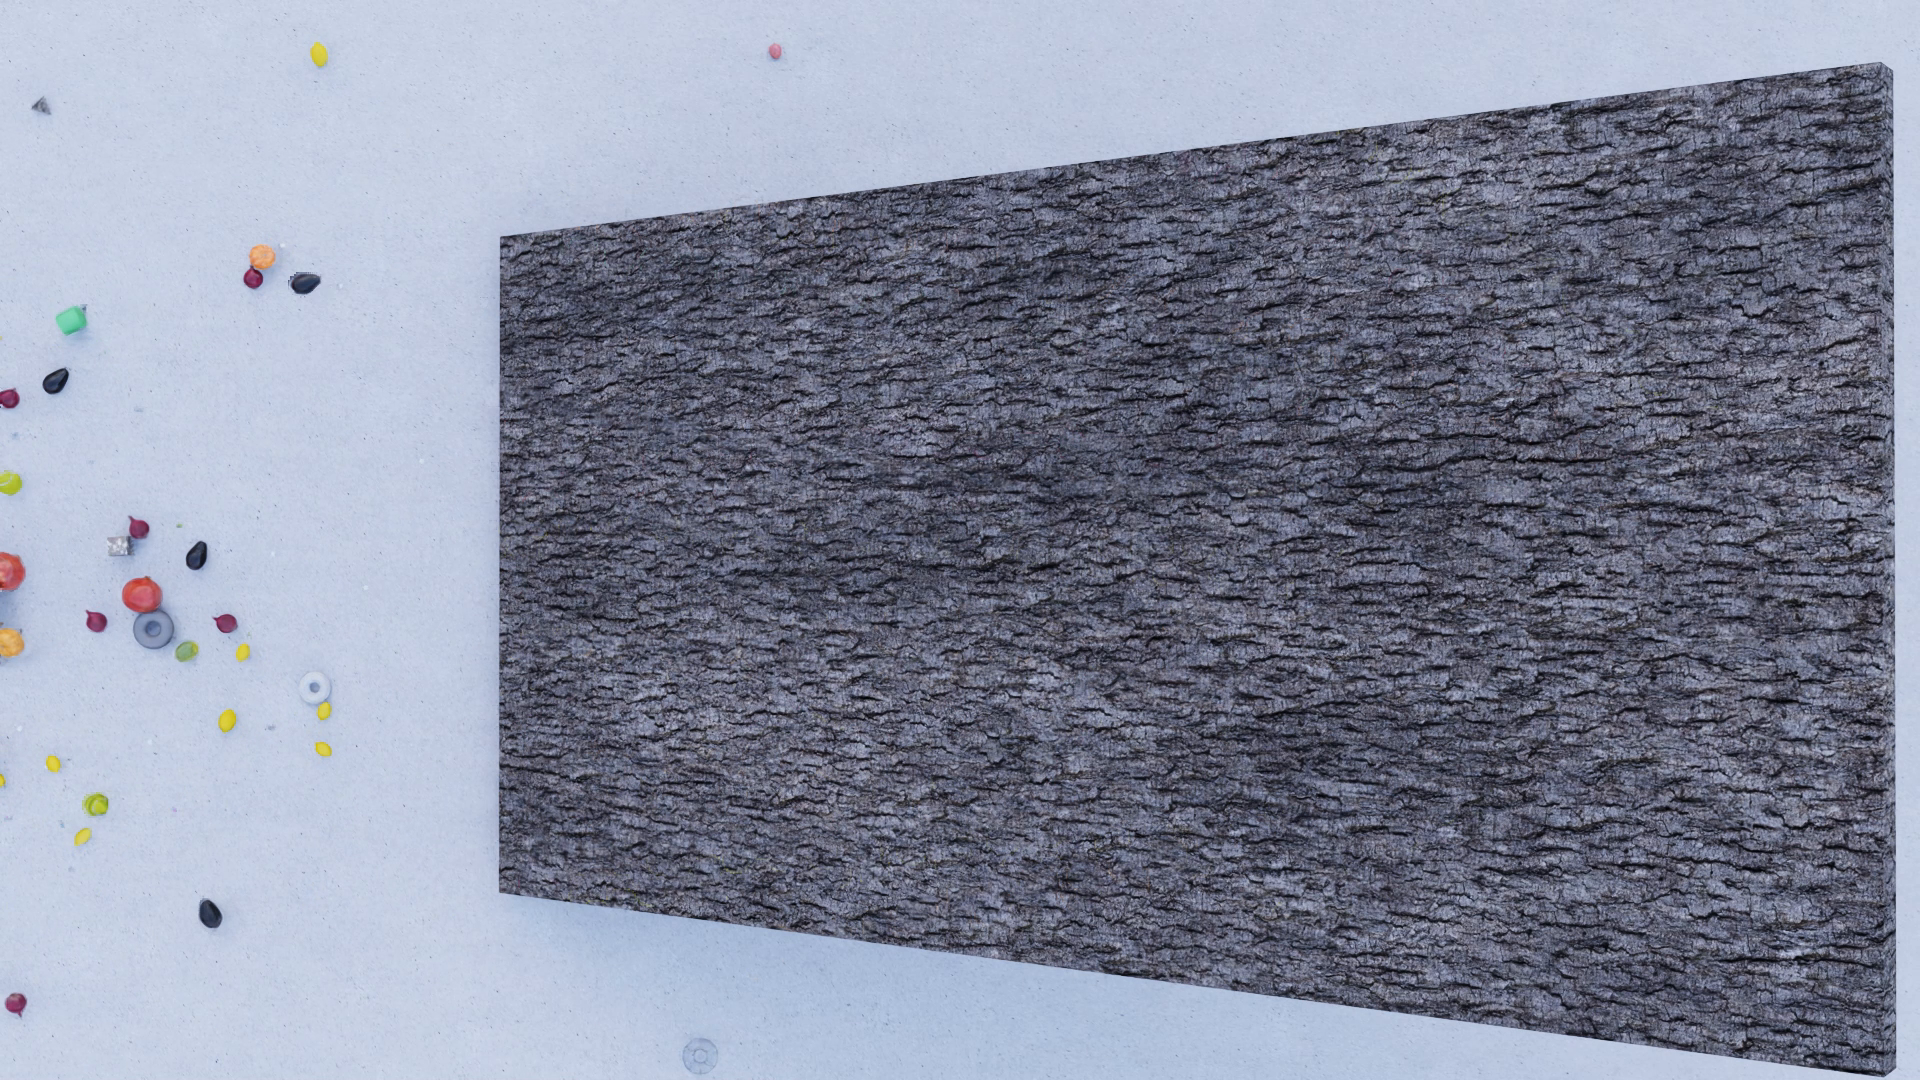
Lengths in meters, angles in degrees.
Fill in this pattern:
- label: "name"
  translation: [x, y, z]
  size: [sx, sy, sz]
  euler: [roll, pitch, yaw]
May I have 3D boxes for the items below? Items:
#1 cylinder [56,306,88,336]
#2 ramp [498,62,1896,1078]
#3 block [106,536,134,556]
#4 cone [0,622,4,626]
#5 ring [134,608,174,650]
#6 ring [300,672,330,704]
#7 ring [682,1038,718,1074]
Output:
- label: "cylinder"
  translation: [-2.729, -0.673, 6.755]
  size: [0.066, 0.066, 0.066]
  euler: [-29, 90, 0]
- label: "ramp"
  translation: [0.235, 0.066, 5.556]
  size: [4.000, 0.100, 2.000]
  euler: [0, 89, 36]
- label: "block"
  translation: [-2.578, 0.019, 6.754]
  size: [0.058, 0.058, 0.058]
  euler: [-5, 90, 0]
- label: "cone"
  translation: [-2.983, 0.270, 6.761]
  size: [0.090, 0.090, 0.090]
  euler: [-23, 90, -27]
- label: "ring"
  translation: [-2.479, 0.274, 6.760]
  size: [0.126, 0.042, 0.126]
  euler: [0, 91, 1]
- label: "ring"
  translation: [-1.984, 0.454, 6.764]
  size: [0.098, 0.033, 0.098]
  euler: [0, 88, 1]
- label: "ring"
  translation: [-0.797, 1.585, 6.753]
  size: [0.112, 0.037, 0.112]
  euler: [0, 88, -1]
